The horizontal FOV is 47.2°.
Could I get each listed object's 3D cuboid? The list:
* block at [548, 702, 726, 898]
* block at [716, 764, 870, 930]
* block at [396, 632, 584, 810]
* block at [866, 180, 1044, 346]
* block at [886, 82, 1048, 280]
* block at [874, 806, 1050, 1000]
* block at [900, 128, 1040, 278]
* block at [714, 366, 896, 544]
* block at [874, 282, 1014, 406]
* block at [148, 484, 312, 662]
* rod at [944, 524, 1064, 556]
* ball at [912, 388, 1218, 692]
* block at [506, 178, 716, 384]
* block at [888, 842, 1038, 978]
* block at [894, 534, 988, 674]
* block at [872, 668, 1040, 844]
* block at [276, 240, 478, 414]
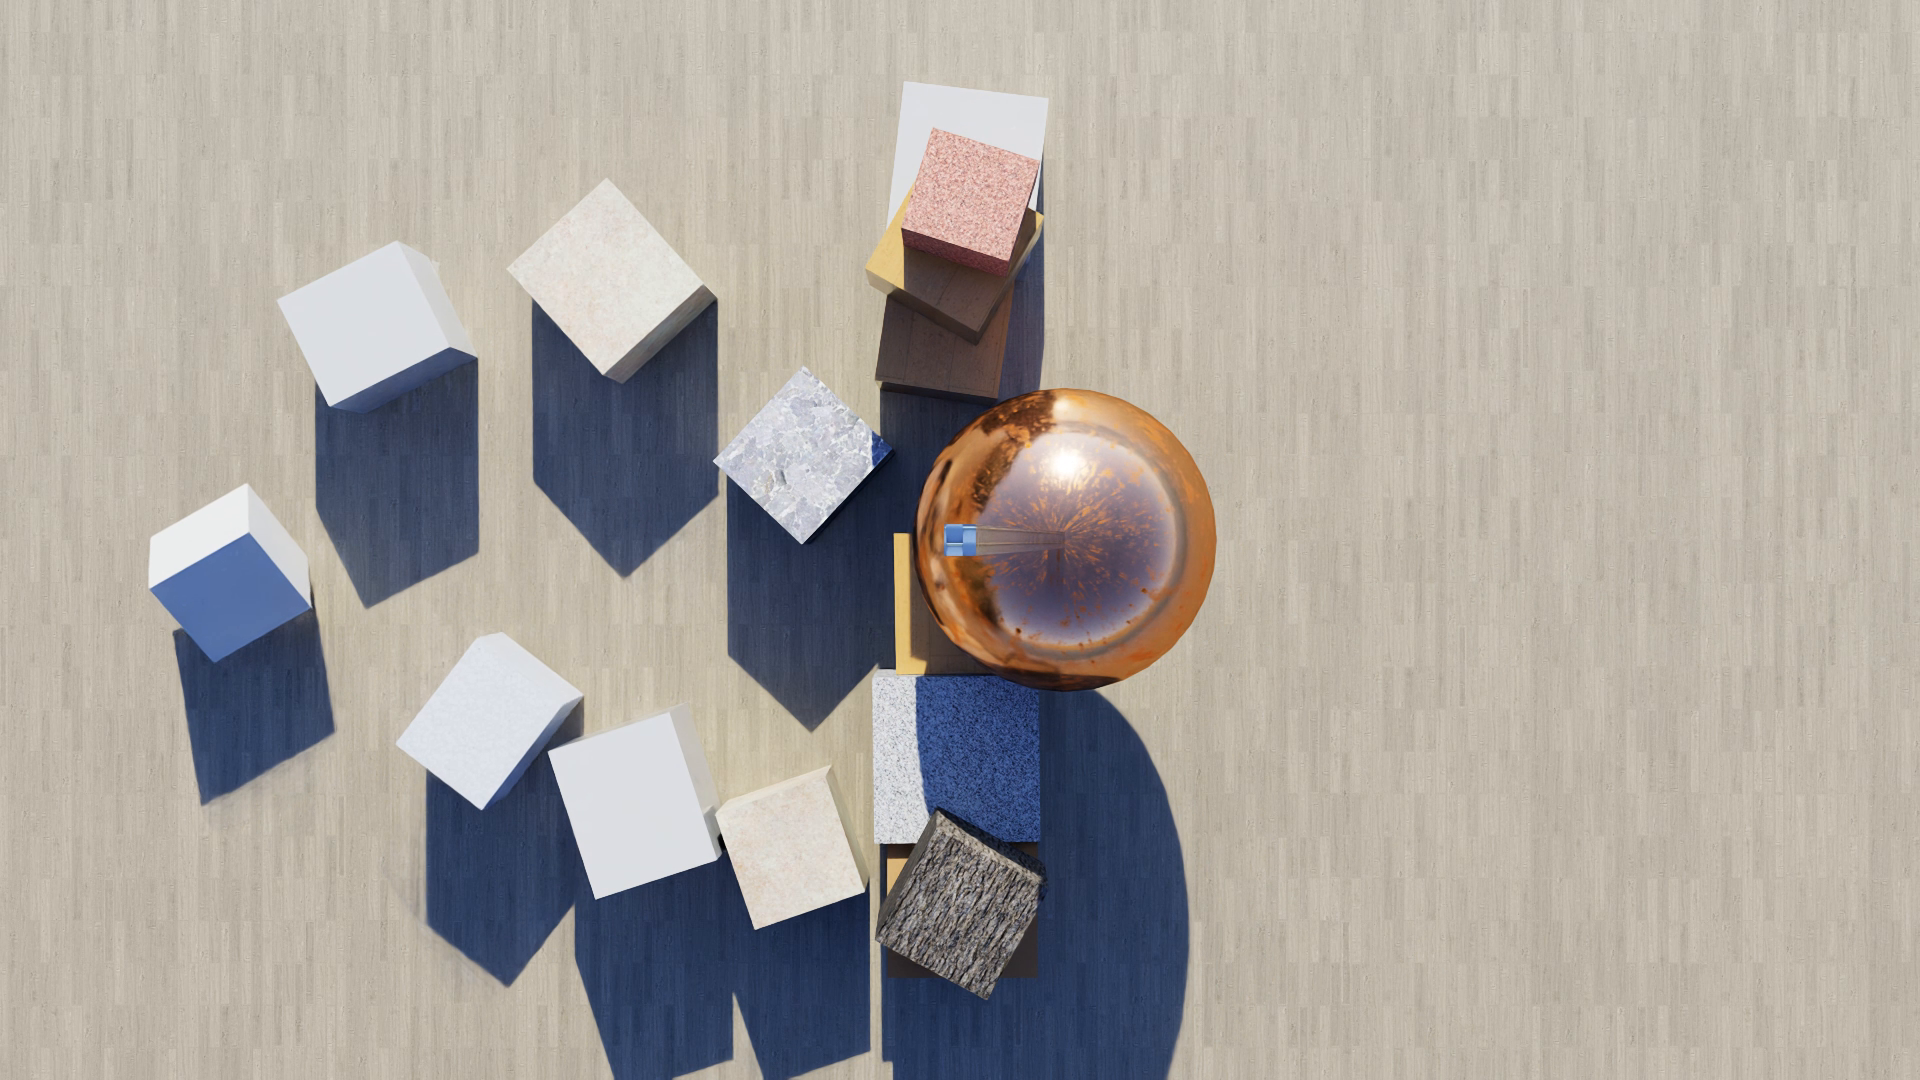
[{"bbox_3d":[-1.817,1.474,12.598,0.709,0.804,0.861,-18,90,0],"label":"block"},{"bbox_3d":[-0.955,1.758,12.675,0.654,0.650,0.686,-19,90,0],"label":"block"},{"bbox_3d":[-2.690,1.027,12.642,0.609,0.710,0.748,38,90,-1],"label":"block"},{"bbox_3d":[-0.029,-1.556,11.864,0.684,0.644,0.704,30,89,1],"label":"block"},{"bbox_3d":[0.037,-2.038,12.598,0.809,0.803,0.925,7,90,0],"label":"block"},{"bbox_3d":[0.009,1.944,11.846,0.675,0.594,0.678,29,94,-2],"label":"block"},{"bbox_3d":[0.052,-1.717,11.253,0.563,0.585,0.527,17,89,0],"label":"block"},{"bbox_3d":[-0.880,-0.477,12.652,0.682,0.696,0.738,43,90,0],"label":"block"},{"bbox_3d":[-0.084,-1.170,12.592,0.689,0.815,0.678,8,90,0],"label":"block"},{"bbox_3d":[-4.177,0.187,12.593,0.639,0.571,0.604,-30,125,0],"label":"block"},{"bbox_3d":[0.237,0.000,8.168,0.080,5.200,0.080,0,90,5],"label":"rod"},{"bbox_3d":[0.546,0.000,11.554,1.600,1.600,1.600,0,90,0],"label":"ball"},{"bbox_3d":[-1.983,-1.474,12.638,0.758,0.724,0.800,-42,90,0],"label":"block"},{"bbox_3d":[0.013,2.049,12.590,0.832,0.820,0.753,0,90,0],"label":"block"},{"bbox_3d":[-0.003,0.353,12.665,0.722,0.669,0.790,-1,90,0],"label":"block"},{"bbox_3d":[-0.020,1.210,12.560,0.916,0.879,0.915,-1,90,0],"label":"block"},{"bbox_3d":[-3.333,-1.210,12.641,0.752,0.719,0.664,-26,90,0],"label":"block"}]
